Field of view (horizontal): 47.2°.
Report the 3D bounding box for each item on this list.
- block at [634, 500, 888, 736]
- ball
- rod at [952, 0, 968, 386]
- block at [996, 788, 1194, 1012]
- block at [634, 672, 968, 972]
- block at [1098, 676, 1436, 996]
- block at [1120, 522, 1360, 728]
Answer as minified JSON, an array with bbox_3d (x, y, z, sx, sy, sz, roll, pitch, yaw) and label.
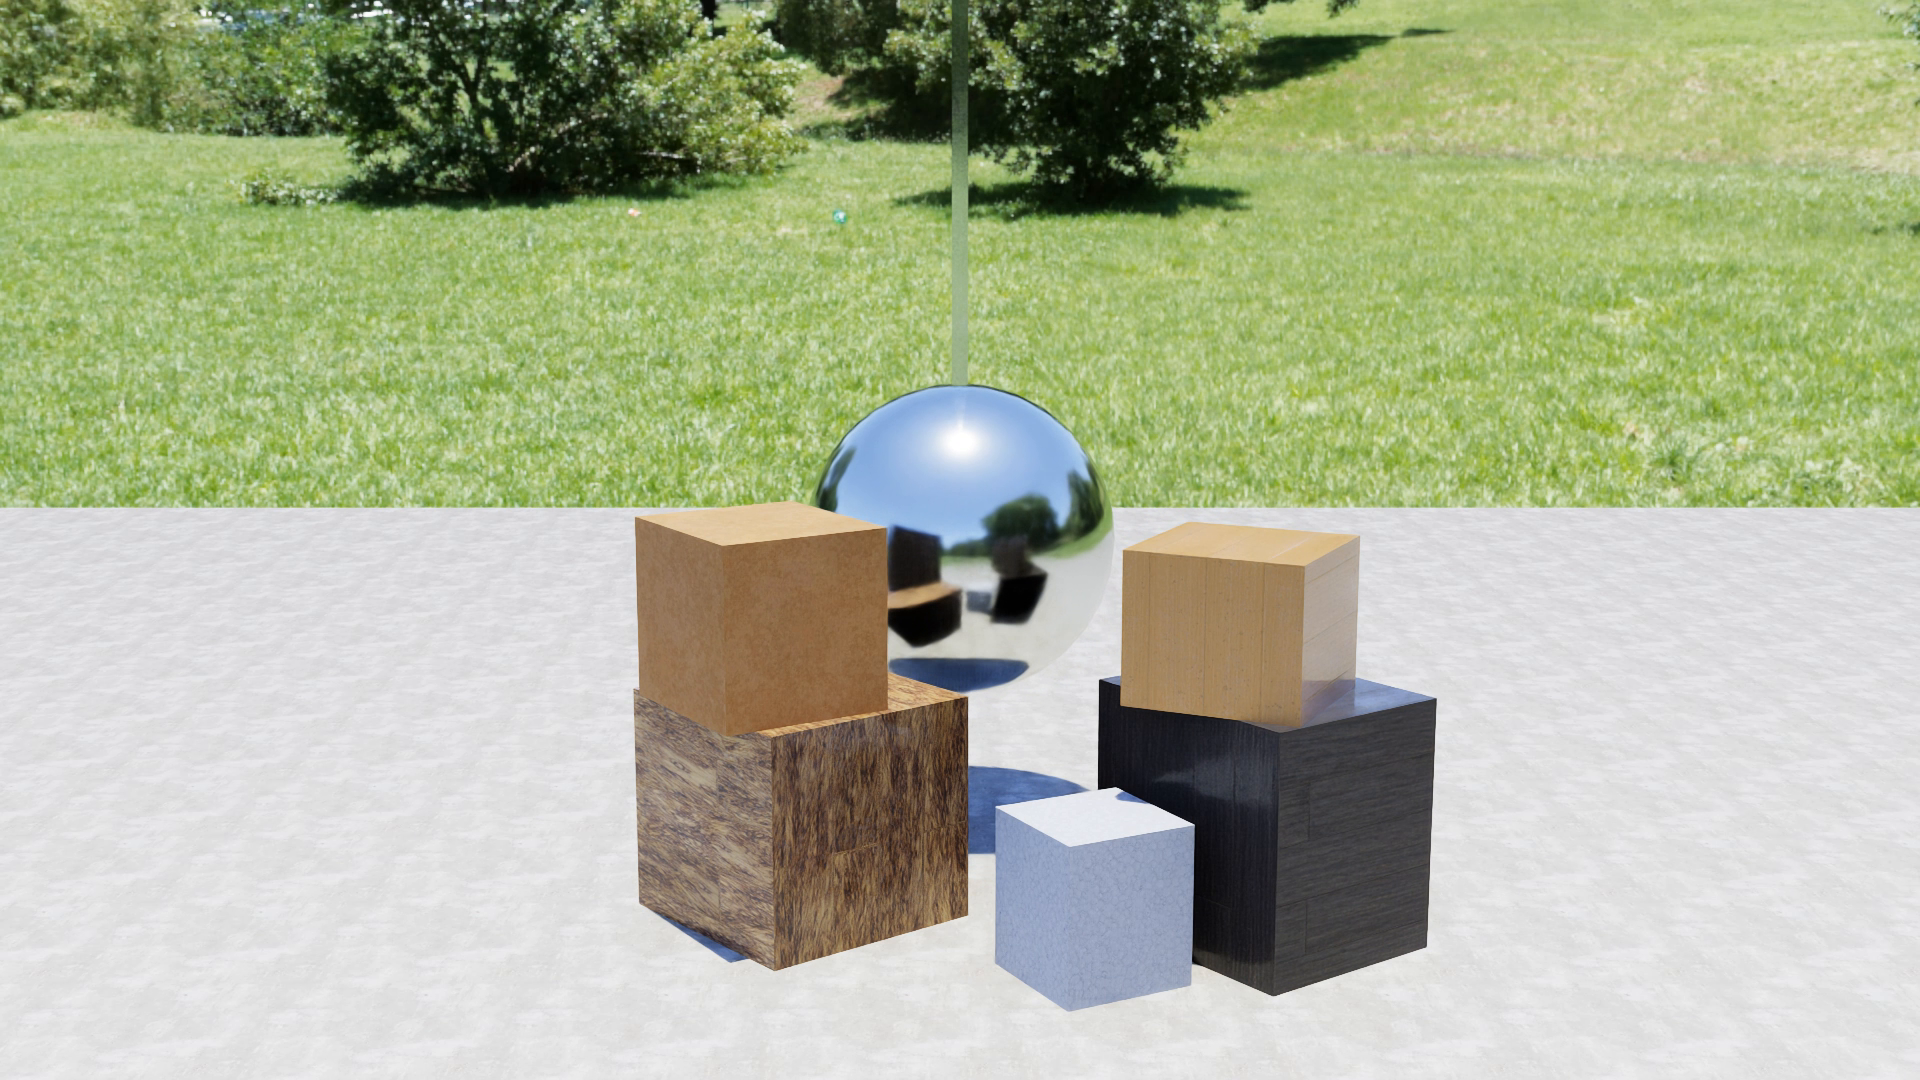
[{"bbox_3d":[-0.883,0.322,9.732,0.796,0.816,0.853,-7,12,-33],"label":"block"},{"bbox_3d":[0.000,-0.008,11.358,1.600,1.600,1.600,0,10,0],"label":"ball"},{"bbox_3d":[0.000,-3.334,10.652,0.080,5.200,0.080,0,12,0],"label":"rod"},{"bbox_3d":[0.563,1.506,9.313,0.605,0.704,0.612,-5,12,-28],"label":"block"},{"bbox_3d":[-0.728,1.200,10.074,1.082,1.035,1.099,-8,13,-39],"label":"block"},{"bbox_3d":[1.339,1.209,9.756,0.947,1.131,1.135,-8,13,-36],"label":"block"},{"bbox_3d":[1.213,0.343,9.468,0.795,0.676,0.779,5,11,26],"label":"block"}]
